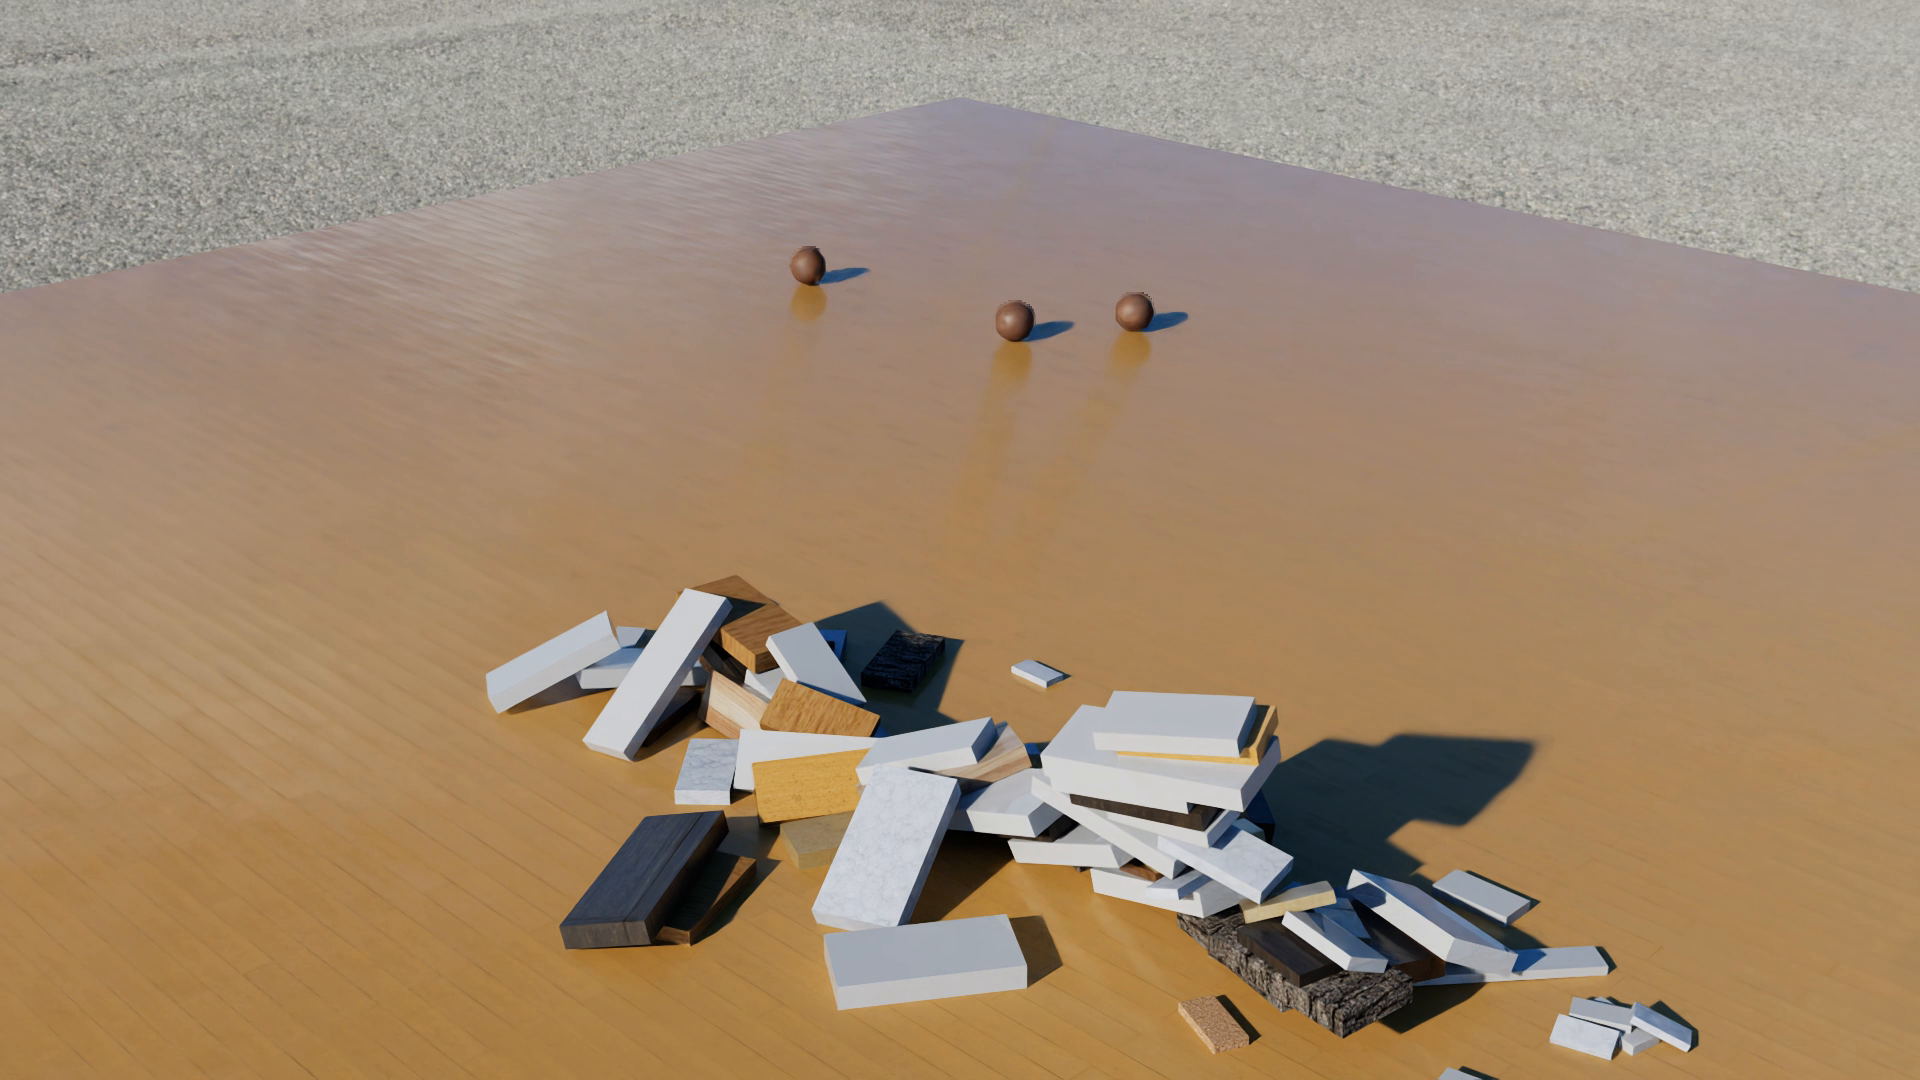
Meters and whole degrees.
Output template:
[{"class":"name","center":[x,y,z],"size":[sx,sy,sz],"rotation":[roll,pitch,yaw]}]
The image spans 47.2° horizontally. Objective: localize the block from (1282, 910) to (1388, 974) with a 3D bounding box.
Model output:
[{"class":"block","center":[0.637,0.683,3.739],"size":[0.087,0.025,0.175],"rotation":[11,12,-34]}]

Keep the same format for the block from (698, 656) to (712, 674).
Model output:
[{"class":"block","center":[-0.481,0.280,4.922],"size":[0.152,0.043,0.303],"rotation":[-16,47,-34]}]

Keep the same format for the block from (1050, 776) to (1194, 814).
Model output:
[{"class":"block","center":[0.312,0.416,3.954],"size":[0.271,0.038,0.135],"rotation":[6,33,31]}]

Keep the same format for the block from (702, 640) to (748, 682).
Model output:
[{"class":"block","center":[-0.432,0.291,4.850],"size":[0.162,0.046,0.325],"rotation":[-17,47,-35]}]

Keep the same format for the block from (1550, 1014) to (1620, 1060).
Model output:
[{"class":"block","center":[1.060,0.843,3.731],"size":[0.103,0.015,0.052],"rotation":[13,48,27]}]

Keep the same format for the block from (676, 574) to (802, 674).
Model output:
[{"class":"block","center":[-0.475,0.183,4.874],"size":[0.162,0.046,0.325],"rotation":[-17,34,-35]}]

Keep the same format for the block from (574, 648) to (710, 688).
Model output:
[{"class":"block","center":[-0.712,0.287,4.959],"size":[0.303,0.043,0.152],"rotation":[-1,14,-19]}]

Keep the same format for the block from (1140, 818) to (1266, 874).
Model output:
[{"class":"block","center":[0.446,0.565,4.068],"size":[0.215,0.030,0.108],"rotation":[-12,7,-11]}]

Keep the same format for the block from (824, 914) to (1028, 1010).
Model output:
[{"class":"block","center":[-0.064,0.752,3.928],"size":[0.337,0.048,0.169],"rotation":[-4,23,-10]}]

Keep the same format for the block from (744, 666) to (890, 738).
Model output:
[{"class":"block","center":[-0.304,0.369,4.710],"size":[0.162,0.046,0.325],"rotation":[-17,46,-35]}]

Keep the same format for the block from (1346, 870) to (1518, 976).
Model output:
[{"class":"block","center":[0.844,0.687,3.957],"size":[0.153,0.043,0.307],"rotation":[18,7,-28]}]

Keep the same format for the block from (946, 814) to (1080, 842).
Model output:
[{"class":"block","center":[0.113,0.523,4.319],"size":[0.326,0.046,0.163],"rotation":[-2,21,47]}]

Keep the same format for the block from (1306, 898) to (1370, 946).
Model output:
[{"class":"block","center":[0.673,0.682,3.930],"size":[0.081,0.023,0.161],"rotation":[7,15,-7]}]

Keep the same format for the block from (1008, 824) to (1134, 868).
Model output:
[{"class":"block","center":[0.252,0.559,4.187],"size":[0.163,0.046,0.326],"rotation":[-28,11,-33]}]

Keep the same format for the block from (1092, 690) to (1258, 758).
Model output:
[{"class":"block","center":[0.376,0.321,3.846],"size":[0.259,0.037,0.130],"rotation":[1,31,23]}]

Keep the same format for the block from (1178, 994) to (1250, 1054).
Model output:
[{"class":"block","center":[0.435,0.831,3.778],"size":[0.066,0.019,0.132],"rotation":[-9,25,-20]}]

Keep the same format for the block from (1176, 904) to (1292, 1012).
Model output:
[{"class":"block","center":[0.546,0.719,3.925],"size":[0.164,0.046,0.328],"rotation":[-14,24,-24]}]

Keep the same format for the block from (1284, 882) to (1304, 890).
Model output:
[{"class":"block","center":[0.624,0.676,4.150],"size":[0.047,0.013,0.095],"rotation":[19,29,37]}]

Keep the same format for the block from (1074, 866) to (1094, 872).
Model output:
[{"class":"block","center":[0.273,0.607,4.305],"size":[0.140,0.020,0.070],"rotation":[-14,27,-29]}]

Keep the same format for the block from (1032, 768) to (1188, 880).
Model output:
[{"class":"block","center":[0.310,0.486,4.057],"size":[0.326,0.046,0.163],"rotation":[29,46,30]}]

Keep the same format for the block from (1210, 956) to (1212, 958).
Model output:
[{"class":"block","center":[0.500,0.743,3.992],"size":[0.094,0.013,0.047],"rotation":[3,23,7]}]

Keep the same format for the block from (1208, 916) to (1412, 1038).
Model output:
[{"class":"block","center":[0.596,0.730,3.767],"size":[0.164,0.046,0.328],"rotation":[-18,26,-32]}]

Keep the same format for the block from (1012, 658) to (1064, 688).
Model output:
[{"class":"block","center":[0.177,0.304,5.023],"size":[0.055,0.016,0.111],"rotation":[-20,30,-39]}]

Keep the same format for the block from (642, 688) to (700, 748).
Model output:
[{"class":"block","center":[-0.675,0.382,4.820],"size":[0.112,0.032,0.224],"rotation":[10,25,22]}]

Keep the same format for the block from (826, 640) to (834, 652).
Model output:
[{"class":"block","center":[-0.364,0.250,5.060],"size":[0.138,0.020,0.069],"rotation":[5,24,12]}]

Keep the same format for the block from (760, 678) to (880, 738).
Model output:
[{"class":"block","center":[-0.292,0.381,4.594],"size":[0.226,0.032,0.113],"rotation":[20,63,13]}]

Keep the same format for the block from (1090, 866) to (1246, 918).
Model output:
[{"class":"block","center":[0.407,0.630,4.085],"size":[0.164,0.046,0.328],"rotation":[-15,9,-32]}]

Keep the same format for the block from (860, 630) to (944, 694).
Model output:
[{"class":"block","center":[-0.129,0.278,5.061],"size":[0.120,0.034,0.239],"rotation":[7,24,17]}]

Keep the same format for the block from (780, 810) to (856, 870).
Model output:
[{"class":"block","center":[-0.217,0.583,4.341],"size":[0.250,0.035,0.125],"rotation":[-8,24,-19]}]

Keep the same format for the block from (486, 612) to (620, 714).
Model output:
[{"class":"block","center":[-0.907,0.271,4.898],"size":[0.303,0.043,0.152],"rotation":[-28,22,-4]}]

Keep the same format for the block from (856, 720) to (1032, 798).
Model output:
[{"class":"block","center":[-0.035,0.464,4.338],"size":[0.329,0.047,0.164],"rotation":[-22,16,-6]}]
